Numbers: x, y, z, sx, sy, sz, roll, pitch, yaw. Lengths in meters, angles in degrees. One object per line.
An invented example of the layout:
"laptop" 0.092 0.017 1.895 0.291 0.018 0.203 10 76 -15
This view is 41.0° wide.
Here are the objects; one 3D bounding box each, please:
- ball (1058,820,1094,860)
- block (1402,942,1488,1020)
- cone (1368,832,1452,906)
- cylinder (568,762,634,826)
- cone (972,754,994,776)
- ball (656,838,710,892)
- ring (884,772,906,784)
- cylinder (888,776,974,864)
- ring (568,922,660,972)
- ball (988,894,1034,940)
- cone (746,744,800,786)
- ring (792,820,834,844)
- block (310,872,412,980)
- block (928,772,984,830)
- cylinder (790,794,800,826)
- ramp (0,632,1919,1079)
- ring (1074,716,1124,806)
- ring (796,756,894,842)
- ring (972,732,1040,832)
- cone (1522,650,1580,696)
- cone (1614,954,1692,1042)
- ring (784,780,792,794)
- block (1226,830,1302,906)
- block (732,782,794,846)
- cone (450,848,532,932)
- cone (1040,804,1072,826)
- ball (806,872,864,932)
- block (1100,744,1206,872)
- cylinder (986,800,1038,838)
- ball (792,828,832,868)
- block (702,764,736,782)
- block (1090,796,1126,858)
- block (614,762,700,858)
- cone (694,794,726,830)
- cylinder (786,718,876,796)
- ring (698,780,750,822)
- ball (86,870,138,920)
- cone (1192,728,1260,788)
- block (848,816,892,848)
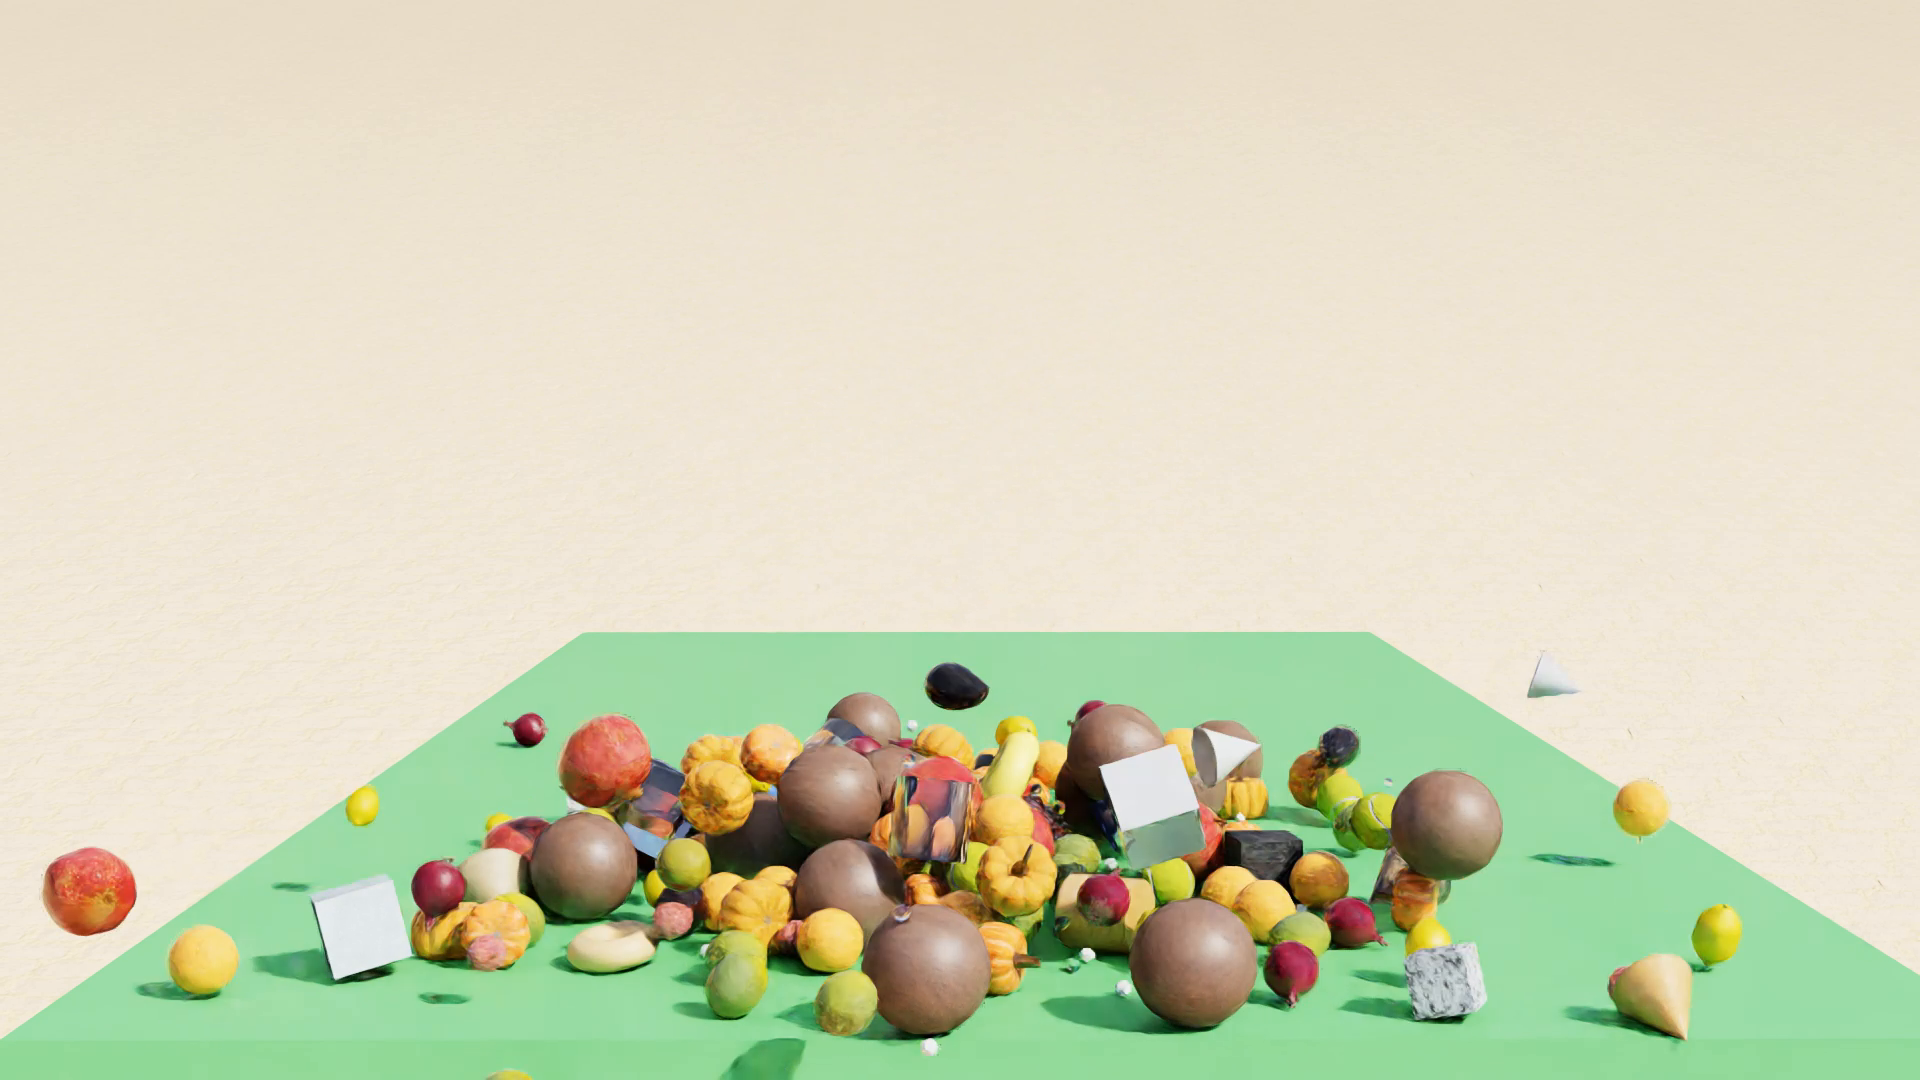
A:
"ball" 0.155 0.406 3.477 0.054 0.054 0.054 0 20 0
"block" 0.496 0.450 2.622 0.062 0.062 0.062 -13 -4 24
"cone" 0.529 0.423 3.130 0.099 0.099 0.099 -25 31 -37
"cylinder" -0.522 0.369 3.731 0.094 0.094 0.094 0 19 -6
"cone" 0.027 0.386 3.881 0.091 0.091 0.091 18 42 41
"ball" -0.306 0.359 2.839 0.060 0.060 0.060 0 20 0
"ring" -0.123 0.381 4.011 0.100 0.033 0.100 2 -1 0
"cylinder" -0.032 0.314 2.880 0.089 0.089 0.089 6 -6 1
"ring" -0.385 0.451 2.850 0.103 0.034 0.103 -7 9 1
"ball" 0.059 0.438 2.984 0.052 0.052 0.052 0 20 0
"cone" -0.253 0.325 3.658 0.072 0.072 0.072 -9 10 39
"ring" -0.193 0.398 3.562 0.087 0.029 0.087 -25 27 13
"block" -0.656 0.421 2.808 0.085 0.085 0.085 -15 3 -17
"block" 0.003 0.381 3.727 0.071 0.071 0.071 -2 4 -28
"cylinder" -0.264 0.392 3.681 0.053 0.053 0.053 0 17 -30
"ramp" 0.046 0.414 4.536 2.000 0.100 4.000 0 4 0
"ring" 0.212 0.337 3.910 0.046 0.139 0.139 12 23 20
"ring" -0.152 0.346 3.423 0.136 0.045 0.136 0 45 0
"ring" 0.060 0.318 3.376 0.048 0.143 0.143 27 21 -2
"cone" 0.703 0.169 3.014 0.060 0.060 0.060 30 20 -5
"cone" 0.708 0.473 2.562 0.084 0.084 0.084 -3 31 -9
"ring" -0.239 0.368 3.811 0.098 0.098 0.033 1 56 3
"block" 0.380 0.410 3.215 0.079 0.079 0.079 -1 4 -8
"block" -0.276 0.385 3.609 0.071 0.071 0.071 -6 4 2
"cone" -0.551 0.438 3.064 0.099 0.099 0.099 -7 33 -18
"cone" 0.139 0.389 3.574 0.052 0.052 0.052 -19 -1 -42
"ball" -0.148 0.427 3.032 0.070 0.070 0.070 0 20 0
"block" 0.222 0.308 2.954 0.092 0.092 0.092 -17 52 -1
"cylinder" 0.075 0.393 3.621 0.059 0.059 0.059 1 17 36
"ball" -0.196 0.410 3.420 0.053 0.053 0.053 0 20 0
"block" -0.370 0.376 3.942 0.053 0.053 0.053 0 4 -7
"block" 0.211 0.344 3.149 0.064 0.064 0.064 -34 61 10
"block" -0.390 0.351 3.305 0.076 0.076 0.076 23 42 9
"cone" -0.374 0.405 3.711 0.055 0.055 0.055 8 51 22
"cylinder" -0.189 0.326 3.721 0.098 0.098 0.098 15 43 37
"ring" -0.350 0.388 3.817 0.141 0.047 0.141 0 5 0
"ball" -1.128 0.472 3.412 0.064 0.064 0.064 0 20 0
"cone" 0.362 0.280 3.405 0.082 0.082 0.082 -11 22 -17
"block" -0.105 0.387 3.577 0.074 0.074 0.074 1 0 22
